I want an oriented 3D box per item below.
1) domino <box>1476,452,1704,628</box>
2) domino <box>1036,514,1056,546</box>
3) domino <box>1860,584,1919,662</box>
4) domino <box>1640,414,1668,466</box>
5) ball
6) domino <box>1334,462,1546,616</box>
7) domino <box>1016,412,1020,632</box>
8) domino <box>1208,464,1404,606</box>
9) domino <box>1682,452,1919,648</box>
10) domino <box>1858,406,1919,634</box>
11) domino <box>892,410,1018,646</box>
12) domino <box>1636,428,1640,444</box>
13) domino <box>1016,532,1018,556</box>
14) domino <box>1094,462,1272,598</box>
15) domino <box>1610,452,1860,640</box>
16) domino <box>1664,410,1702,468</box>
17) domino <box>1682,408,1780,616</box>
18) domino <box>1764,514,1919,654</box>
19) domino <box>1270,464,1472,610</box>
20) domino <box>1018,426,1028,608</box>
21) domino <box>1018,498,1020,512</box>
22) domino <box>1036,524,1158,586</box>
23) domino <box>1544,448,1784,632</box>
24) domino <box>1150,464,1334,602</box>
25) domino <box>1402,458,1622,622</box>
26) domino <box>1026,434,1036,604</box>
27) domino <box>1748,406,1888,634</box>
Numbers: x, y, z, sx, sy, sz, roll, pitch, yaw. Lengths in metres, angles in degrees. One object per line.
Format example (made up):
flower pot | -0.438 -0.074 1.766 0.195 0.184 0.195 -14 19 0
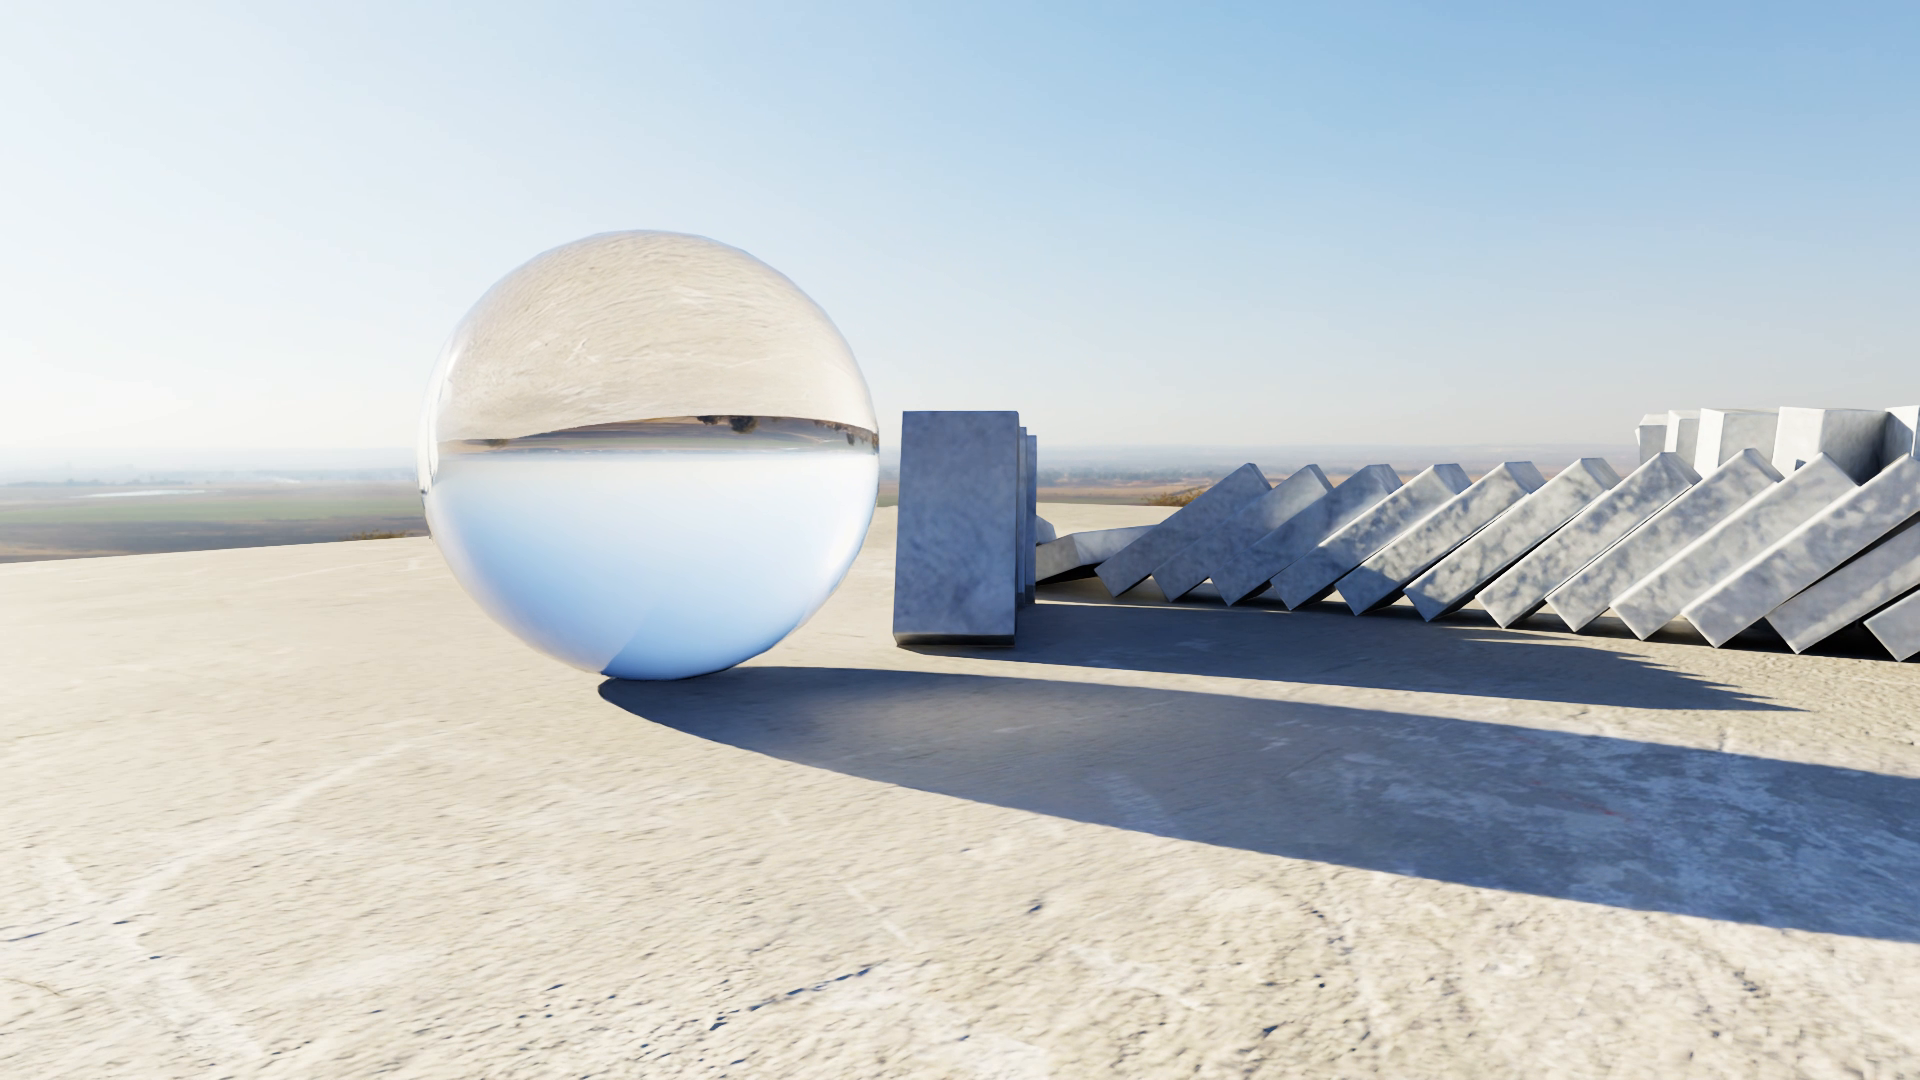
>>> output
domino | 0.145 0.000 0.295 0.025 0.009 0.050 -6 -35 -53
domino | 0.014 0.002 0.386 0.025 0.009 0.050 -18 -8 10
domino | 0.204 0.004 0.251 0.050 0.009 0.025 -42 -18 27
domino | 0.192 -0.008 0.334 0.025 0.050 0.010 3 24 37
ball | -0.054 -0.015 0.230 0.080 0.080 0.080 0 4 0
domino | 0.119 0.000 0.316 0.050 0.010 0.025 -43 -21 31
domino | 0.001 -0.004 0.295 0.025 0.050 0.010 0 -19 4
domino | 0.092 -0.001 0.337 0.050 0.010 0.025 -39 -15 26
domino | 0.177 0.002 0.267 0.050 0.009 0.025 -47 -22 29
domino | 0.207 -0.004 0.279 0.009 0.050 0.025 5 6 22
domino | 0.000 -0.003 0.274 0.025 0.050 0.010 0 -19 4
domino | 0.203 -0.008 0.347 0.009 0.050 0.025 -25 12 -17
domino | 0.000 -0.004 0.285 0.025 0.050 0.010 0 -19 4
domino | 0.062 -0.003 0.354 0.050 0.010 0.025 -36 -8 16
domino | 0.167 0.001 0.276 0.050 0.009 0.025 -47 -22 28
domino | 0.189 -0.007 0.319 0.025 0.050 0.009 1 19 15
domino | 0.188 -0.006 0.304 0.025 0.050 0.010 0 13 1
domino | 0.190 0.004 0.259 0.050 0.010 0.025 -43 -21 30
domino | 0.105 -0.001 0.327 0.050 0.010 0.025 -40 -18 29
domino | 0.005 -0.007 0.340 0.025 0.050 0.010 0 -29 4
domino | 0.002 -0.007 0.326 0.025 0.050 0.010 0 -19 4
domino | 0.038 0.005 0.387 0.025 0.009 0.050 -22 -10 36
domino | 0.156 0.000 0.285 0.025 0.009 0.050 -7 -34 -53
domino | 0.077 -0.002 0.348 0.050 0.010 0.025 -37 -9 19
domino | 0.132 0.000 0.305 0.050 0.009 0.025 -44 -22 30
domino | 0.008 -0.006 0.353 0.025 0.050 0.010 0 -34 4
domino | 0.193 -0.004 0.289 0.025 0.050 0.009 -2 10 -28
